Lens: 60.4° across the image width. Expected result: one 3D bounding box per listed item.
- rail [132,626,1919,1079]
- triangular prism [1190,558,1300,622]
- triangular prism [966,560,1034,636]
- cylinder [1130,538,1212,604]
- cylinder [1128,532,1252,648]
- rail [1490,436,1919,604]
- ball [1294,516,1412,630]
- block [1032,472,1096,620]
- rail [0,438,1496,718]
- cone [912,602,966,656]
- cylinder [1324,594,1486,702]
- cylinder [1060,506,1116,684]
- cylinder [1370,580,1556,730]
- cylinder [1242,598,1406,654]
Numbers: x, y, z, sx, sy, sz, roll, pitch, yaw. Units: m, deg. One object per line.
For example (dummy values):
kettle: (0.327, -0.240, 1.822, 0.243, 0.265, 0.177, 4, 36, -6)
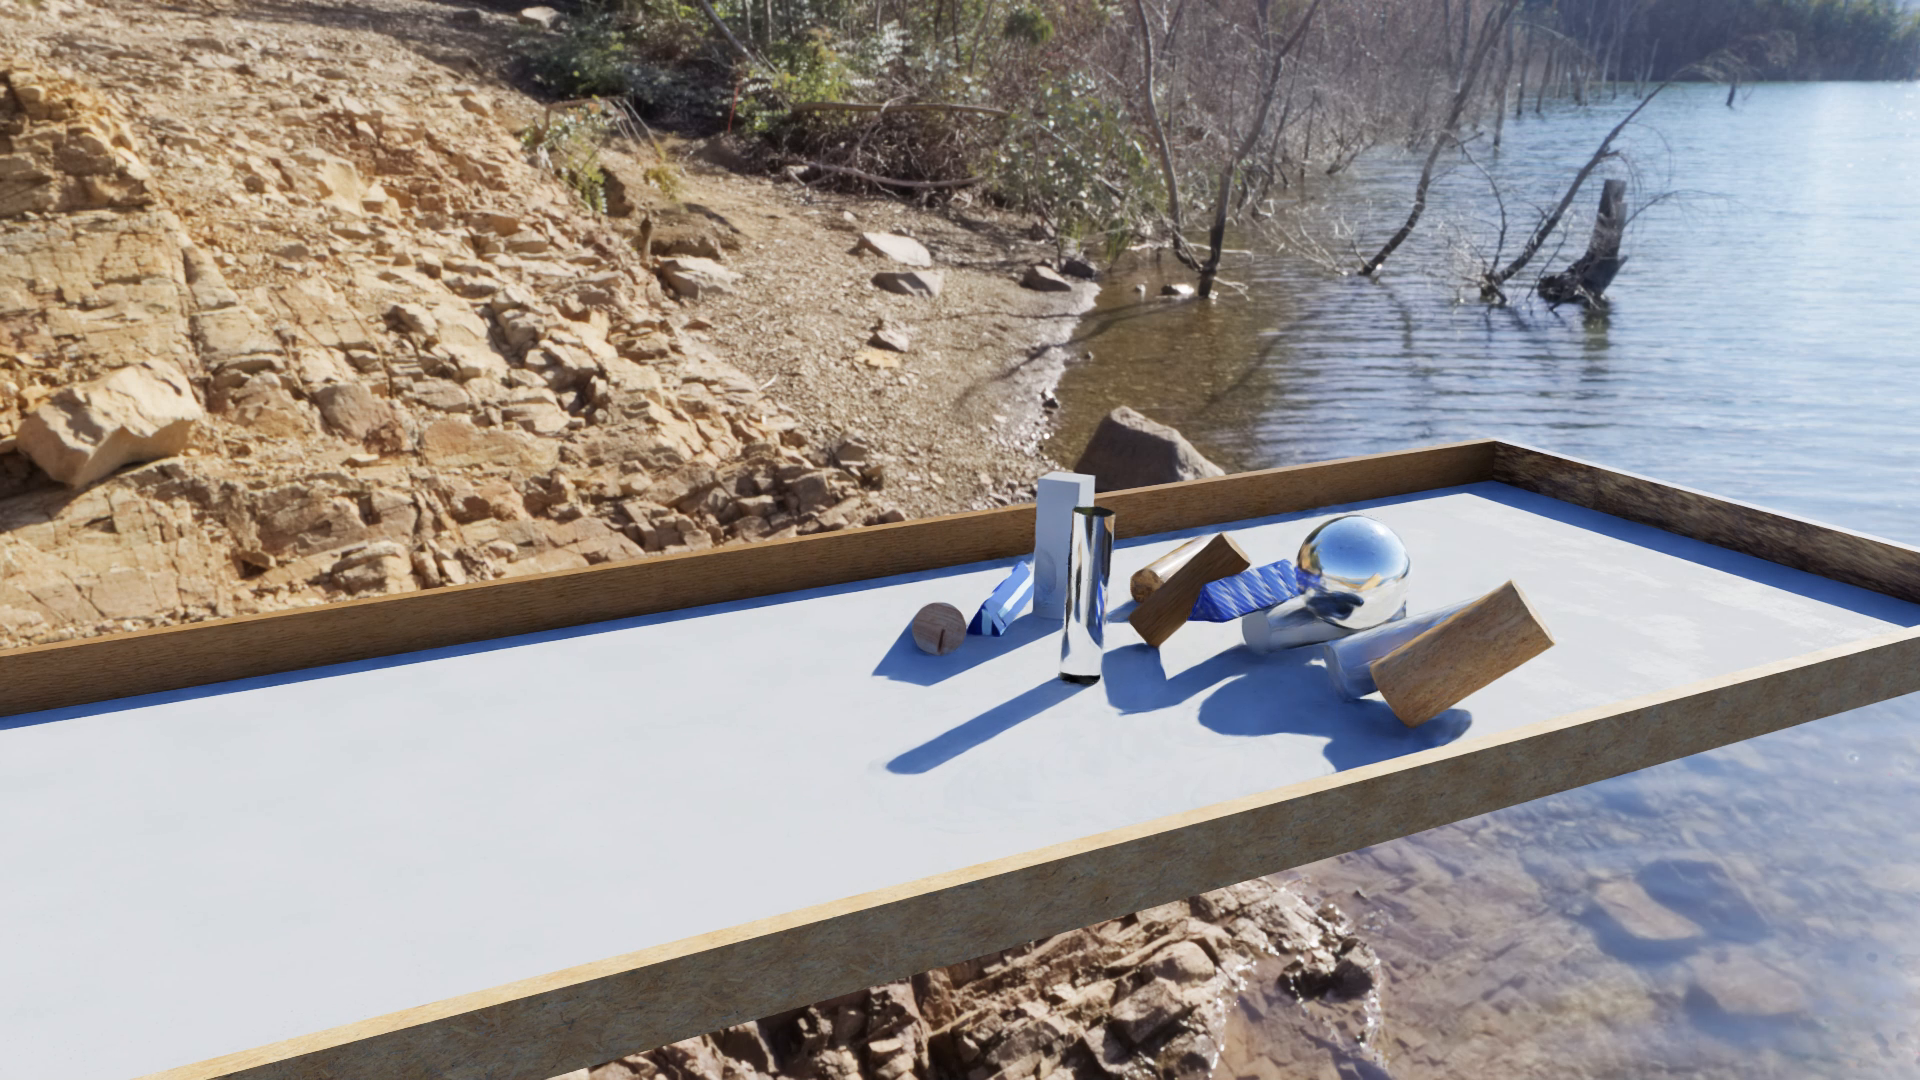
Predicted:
rail: (-2.336, 1.006, 1.665, 12.000, 0.150, 0.050, -9, 18, -27)
triangular prism: (0.754, 0.127, 4.308, 0.108, 0.093, 0.427, 0, 8, 40)
triangular prism: (0.123, 0.157, 4.660, 0.099, 0.086, 0.426, 5, 17, 16)
cylinder: (0.634, 0.091, 4.847, 0.112, 0.112, 0.383, 10, 19, 31)
cylinder: (0.604, 0.132, 4.341, 0.115, 0.335, 0.115, 43, 15, -14)
rail: (2.466, -0.048, 5.253, 0.050, 0.150, 2.100, -9, 18, -27)
ball: (1.012, 0.083, 4.247, 0.295, 0.295, 0.295, 0, 16, 0)
block: (0.289, 0.016, 4.596, 0.123, 0.390, 0.123, 7, 14, 23)
rail: (-3.305, 0.497, 3.399, 12.000, 0.150, 0.050, -9, 18, -27)
cone: (-0.079, 0.207, 4.526, 0.142, 0.142, 0.424, -2, 7, -7)
cylinder: (1.112, 0.261, 4.015, 0.418, 0.151, 0.151, -17, 18, -3)
cylinder: (0.316, 0.138, 4.109, 0.105, 0.432, 0.105, 4, 15, -1)
cylinder: (1.154, 0.265, 3.797, 0.376, 0.176, 0.176, -35, 6, 19)
cylinder: (0.977, 0.209, 4.419, 0.451, 0.127, 0.127, -8, 18, -25)
